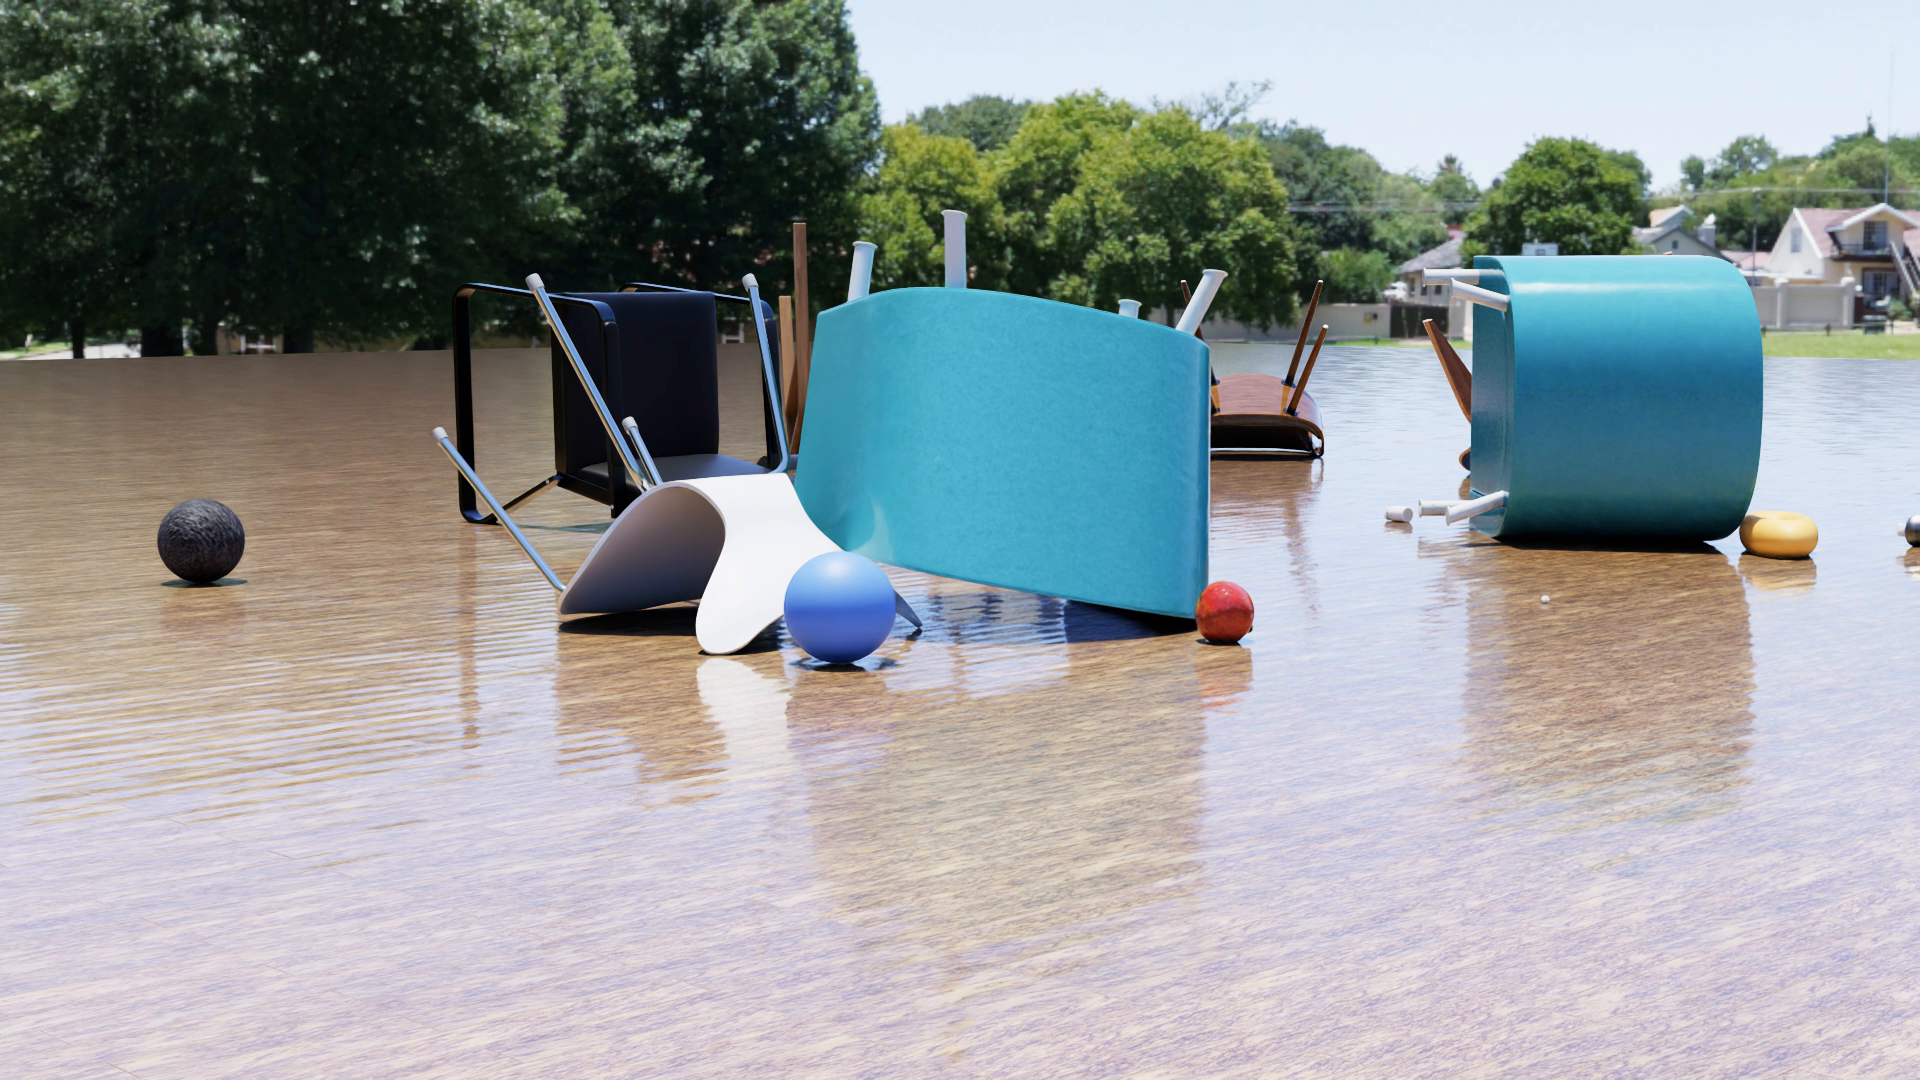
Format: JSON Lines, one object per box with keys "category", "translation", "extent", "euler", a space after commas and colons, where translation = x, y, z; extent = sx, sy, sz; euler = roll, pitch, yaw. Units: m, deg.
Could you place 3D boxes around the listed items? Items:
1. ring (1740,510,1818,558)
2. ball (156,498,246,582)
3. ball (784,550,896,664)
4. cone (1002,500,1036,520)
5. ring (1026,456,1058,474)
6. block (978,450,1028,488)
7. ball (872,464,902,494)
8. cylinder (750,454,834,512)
{"category": "ring", "translation": [1.956, -0.015, 6.135], "extent": [0.171, 0.089, 0.387], "euler": [-1, 5, 7]}
{"category": "ball", "translation": [-1.631, 0.001, 5.515], "extent": [0.182, 0.182, 0.182], "euler": [0, 6, 0]}
{"category": "ball", "translation": [-0.204, 0.114, 4.367], "extent": [0.192, 0.192, 0.192], "euler": [0, 6, 0]}
{"category": "cone", "translation": [0.164, -0.074, 6.996], "extent": [0.094, 0.057, 0.114], "euler": [-5, -9, 4]}
{"category": "ring", "translation": [0.259, -0.253, 8.599], "extent": [0.137, 0.055, 0.124], "euler": [-1, 7, -20]}
{"category": "block", "translation": [0.133, -0.221, 7.969], "extent": [0.101, 0.097, 0.122], "euler": [4, -5, 32]}
{"category": "ball", "translation": [-0.220, -0.184, 7.771], "extent": [0.088, 0.088, 0.088], "euler": [0, 6, 0]}
{"category": "cylinder", "translation": [-0.470, -0.159, 7.169], "extent": [0.188, 0.179, 0.116], "euler": [-3, 41, -30]}
